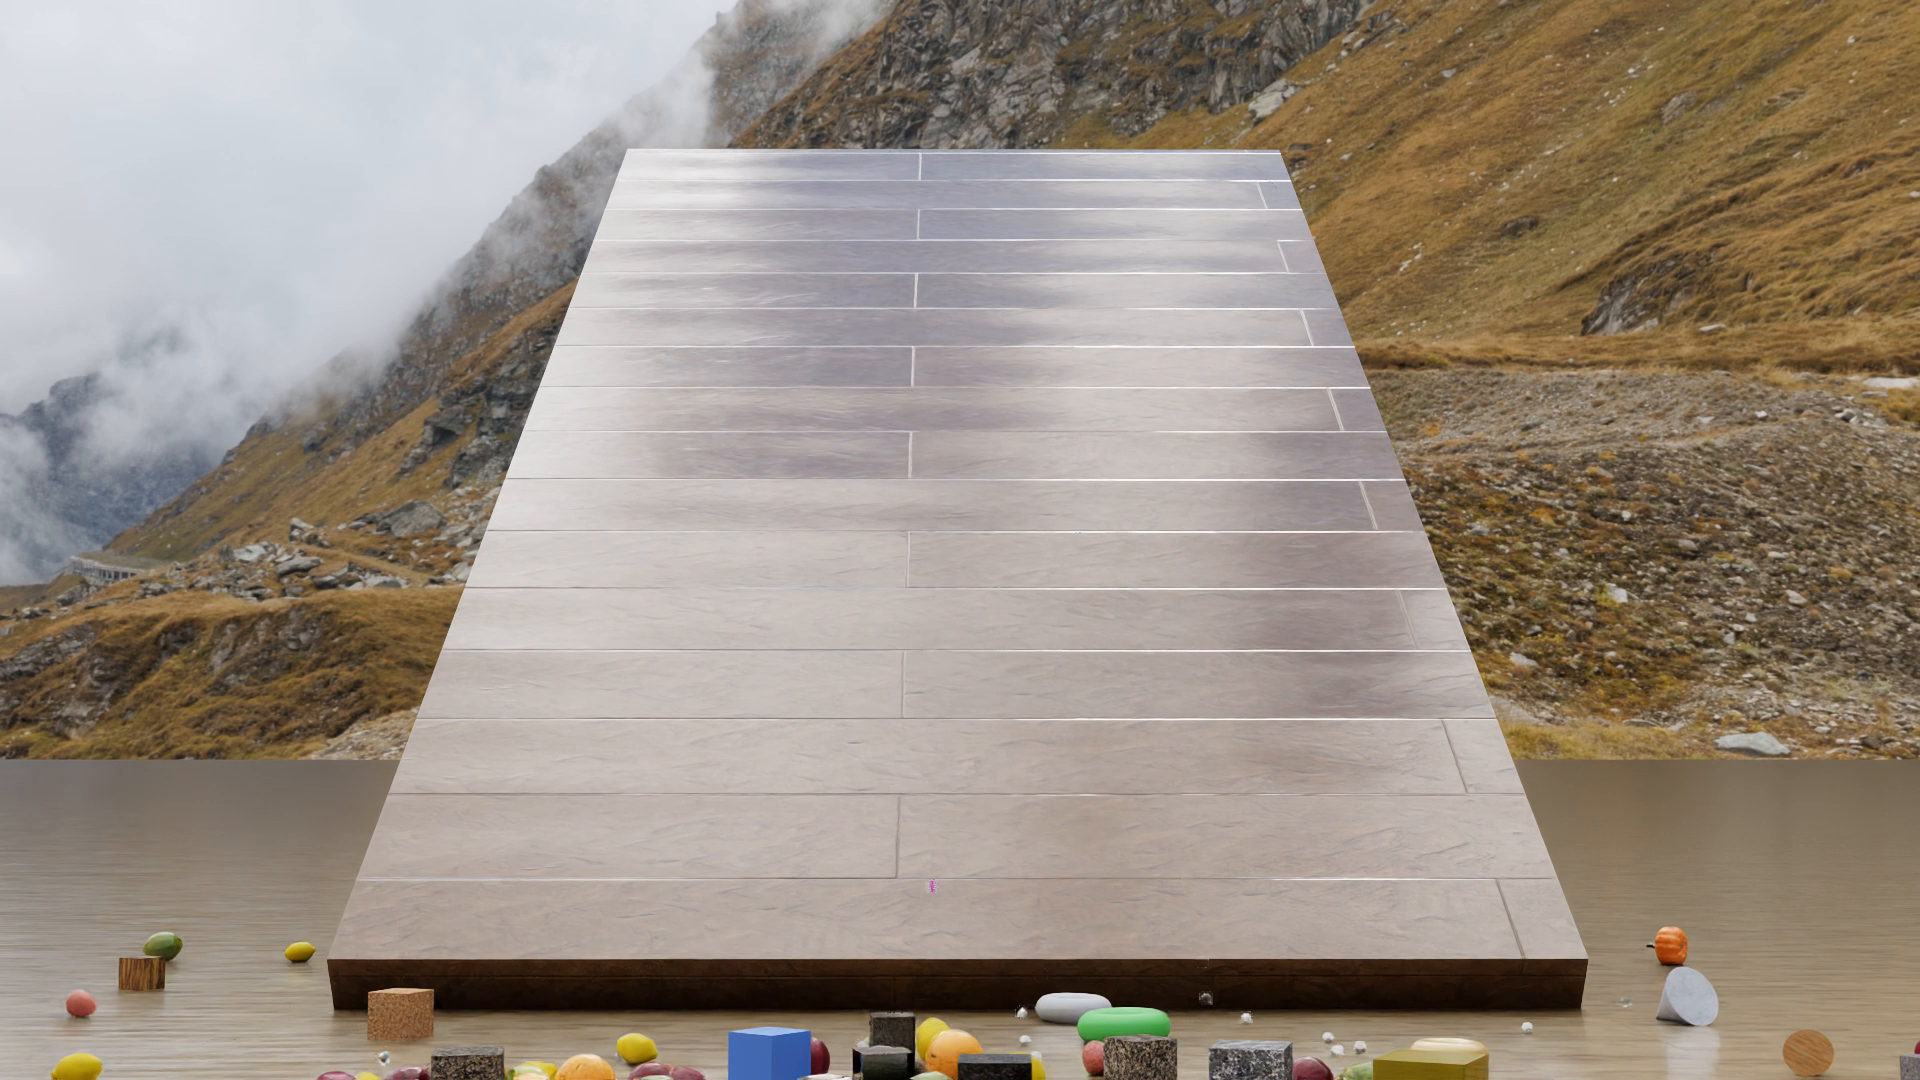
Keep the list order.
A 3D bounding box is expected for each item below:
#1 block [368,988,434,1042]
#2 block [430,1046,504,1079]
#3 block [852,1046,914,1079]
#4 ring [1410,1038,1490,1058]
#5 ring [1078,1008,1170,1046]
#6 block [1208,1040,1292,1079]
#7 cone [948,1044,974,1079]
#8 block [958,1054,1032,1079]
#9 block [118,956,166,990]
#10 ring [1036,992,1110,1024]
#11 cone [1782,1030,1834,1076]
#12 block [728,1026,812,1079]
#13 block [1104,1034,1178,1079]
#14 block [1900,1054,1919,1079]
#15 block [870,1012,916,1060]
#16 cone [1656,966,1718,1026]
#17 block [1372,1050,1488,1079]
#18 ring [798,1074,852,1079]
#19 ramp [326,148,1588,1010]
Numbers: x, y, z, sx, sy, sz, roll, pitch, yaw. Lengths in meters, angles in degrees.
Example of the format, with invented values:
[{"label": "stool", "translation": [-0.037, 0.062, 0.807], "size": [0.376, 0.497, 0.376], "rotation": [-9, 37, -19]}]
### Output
[{"label": "block", "translation": [-0.807, 0.685, 3.439], "size": [0.067, 0.067, 0.067], "rotation": [-2, -5, 20]}, {"label": "block", "translation": [-0.551, 0.611, 2.668], "size": [0.076, 0.076, 0.076], "rotation": [1, -5, -9]}, {"label": "block", "translation": [-0.090, 0.630, 2.794], "size": [0.061, 0.061, 0.061], "rotation": [1, -5, -14]}, {"label": "ring", "translation": [0.640, 0.673, 3.117], "size": [0.103, 0.034, 0.103], "rotation": [1, -6, 0]}, {"label": "ring", "translation": [0.233, 0.692, 3.386], "size": [0.133, 0.044, 0.133], "rotation": [-1, -5, 0]}, {"label": "block", "translation": [0.326, 0.607, 2.667], "size": [0.083, 0.083, 0.083], "rotation": [-1, -5, 14]}, {"label": "cone", "translation": [0.021, 0.664, 2.974], "size": [0.054, 0.054, 0.054], "rotation": [27, -7, -2]}, {"label": "block", "translation": [0.038, 0.602, 2.581], "size": [0.079, 0.079, 0.079], "rotation": [0, -5, 1]}, {"label": "block", "translation": [-1.427, 0.755, 4.156], "size": [0.055, 0.055, 0.055], "rotation": [-3, -6, 32]}, {"label": "ring", "translation": [0.174, 0.718, 3.647], "size": [0.117, 0.039, 0.117], "rotation": [1, -4, 0]}, {"label": "cone", "translation": [1.094, 0.671, 3.064], "size": [0.062, 0.062, 0.062], "rotation": [-2, -32, 24]}, {"label": "block", "translation": [-0.232, 0.635, 2.904], "size": [0.071, 0.071, 0.071], "rotation": [-4, -6, 38]}, {"label": "block", "translation": [0.219, 0.638, 2.897], "size": [0.064, 0.064, 0.064], "rotation": [3, -6, -33]}, {"label": "block", "translation": [1.132, 0.628, 2.756], "size": [0.059, 0.059, 0.059], "rotation": [2, -6, -23]}, {"label": "block", "translation": [-0.091, 0.669, 3.211], "size": [0.057, 0.057, 0.057], "rotation": [1, -5, -6]}, {"label": "cone", "translation": [1.092, 0.716, 3.647], "size": [0.094, 0.094, 0.094], "rotation": [2, -32, -24]}, {"label": "block", "translation": [0.488, 0.583, 2.465], "size": [0.096, 0.096, 0.096], "rotation": [-3, -6, 26]}, {"label": "ring", "translation": [-0.161, 0.651, 2.832], "size": [0.077, 0.026, 0.077], "rotation": [-1, -6, 0]}, {"label": "ramp", "translation": [-0.011, -0.224, 5.569], "size": [2.000, 0.100, 4.000], "rotation": [0, 28, 0]}]
